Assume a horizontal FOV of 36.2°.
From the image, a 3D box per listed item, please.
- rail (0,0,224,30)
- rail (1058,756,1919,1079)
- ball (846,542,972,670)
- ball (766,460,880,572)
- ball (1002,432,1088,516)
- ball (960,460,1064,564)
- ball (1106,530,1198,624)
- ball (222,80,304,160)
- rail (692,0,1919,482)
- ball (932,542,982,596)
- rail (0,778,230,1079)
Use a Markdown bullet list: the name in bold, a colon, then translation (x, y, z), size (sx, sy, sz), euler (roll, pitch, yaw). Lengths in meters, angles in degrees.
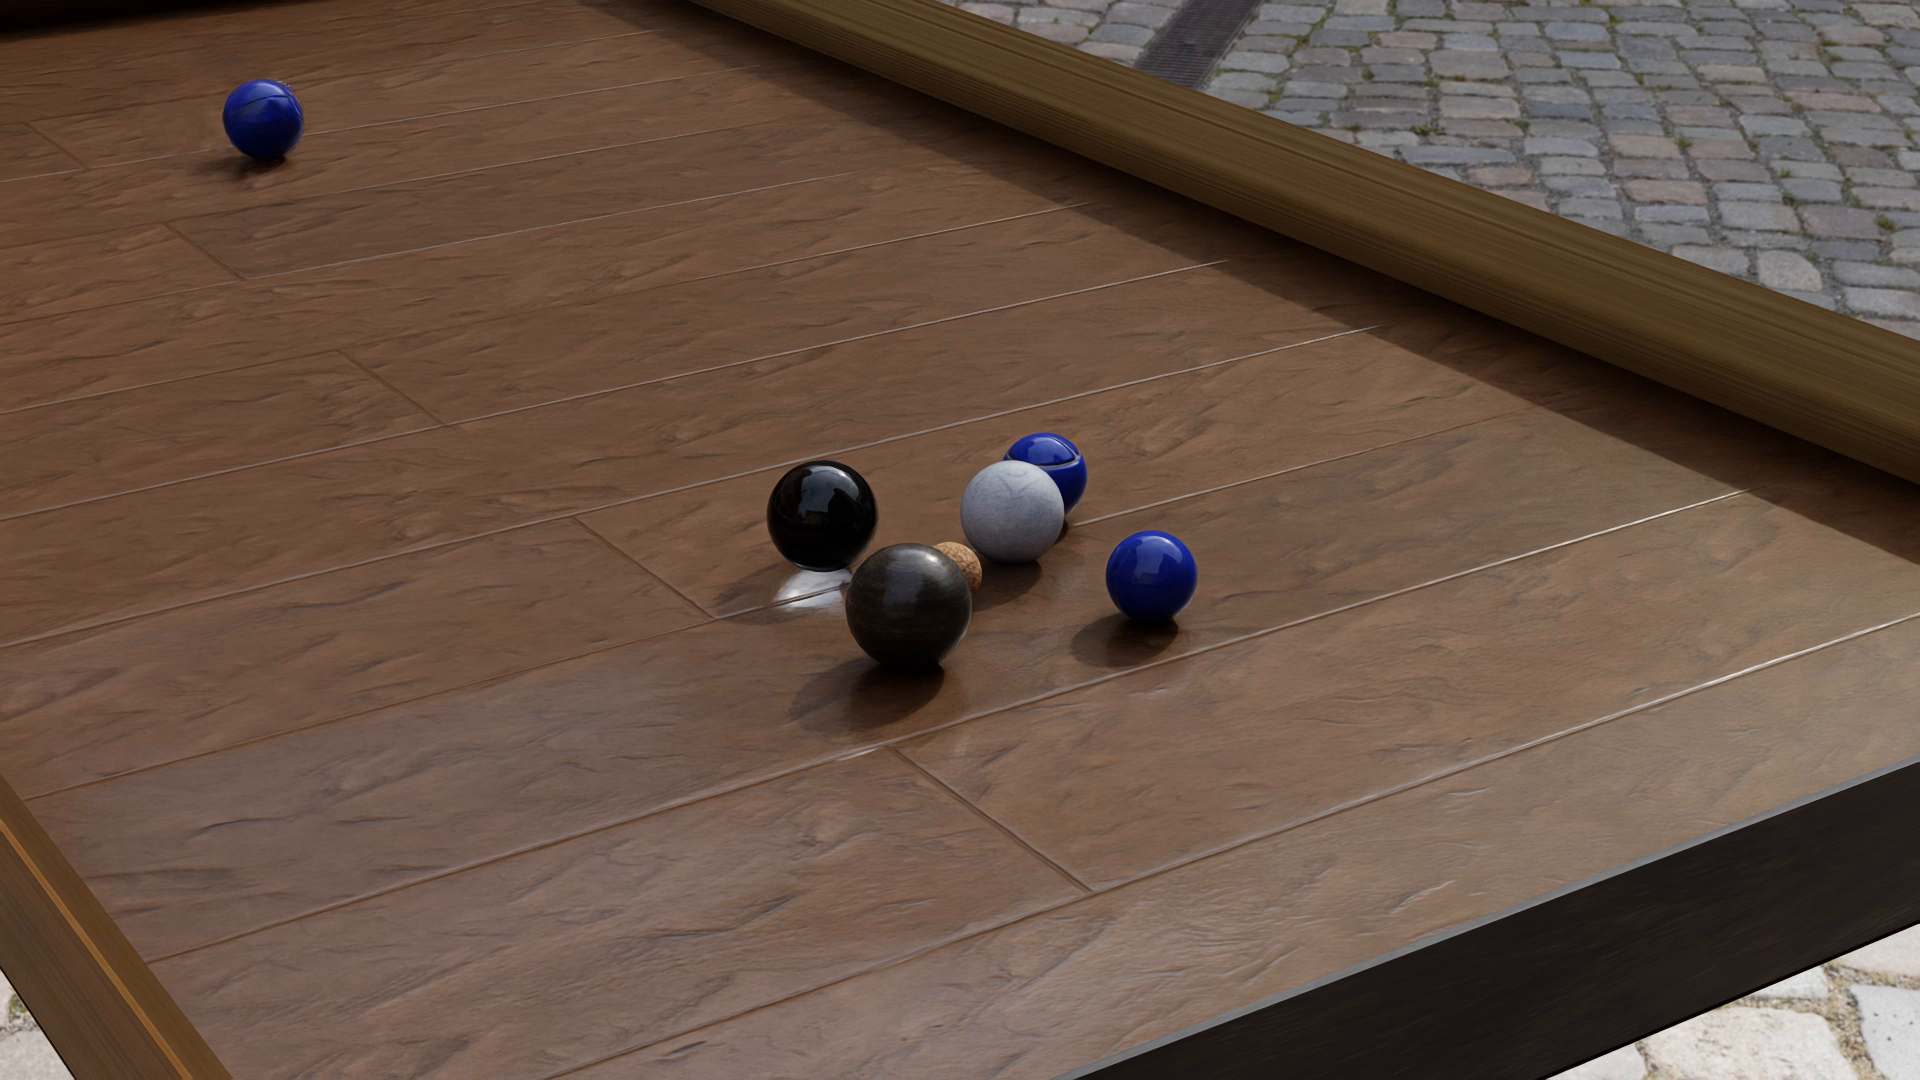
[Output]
- **rail**: translation (-1.244, -0.768, 4.047), size (1.609, 0.122, 0.045), euler (-14, 27, -30)
- **rail**: translation (0.406, 0.222, 1.726), size (1.609, 0.122, 0.045), euler (-14, 27, -30)
- **ball**: translation (-0.038, 0.049, 2.171), size (0.094, 0.094, 0.094), euler (0, 23, 0)
- **ball**: translation (-0.109, -0.019, 2.335), size (0.090, 0.090, 0.090), euler (0, 23, 0)
- **ball**: translation (0.069, -0.052, 2.433), size (0.074, 0.074, 0.074), euler (0, 23, 0)
- **ball**: translation (0.042, -0.022, 2.350), size (0.084, 0.084, 0.084), euler (0, 23, 0)
- **ball**: translation (0.147, 0.028, 2.249), size (0.071, 0.071, 0.071), euler (0, 23, 0)
- **ball**: translation (-0.815, -0.492, 3.441), size (0.092, 0.092, 0.092), euler (0, 23, 0)
- **rail**: translation (0.234, -0.441, 3.280), size (0.045, 0.122, 3.063), euler (-14, 27, -30)
- **ball**: translation (-0.008, 0.027, 2.279), size (0.050, 0.050, 0.050), euler (0, 23, 0)
- **rail**: translation (-1.073, -0.105, 2.494), size (0.045, 0.122, 3.063), euler (-14, 27, -30)
